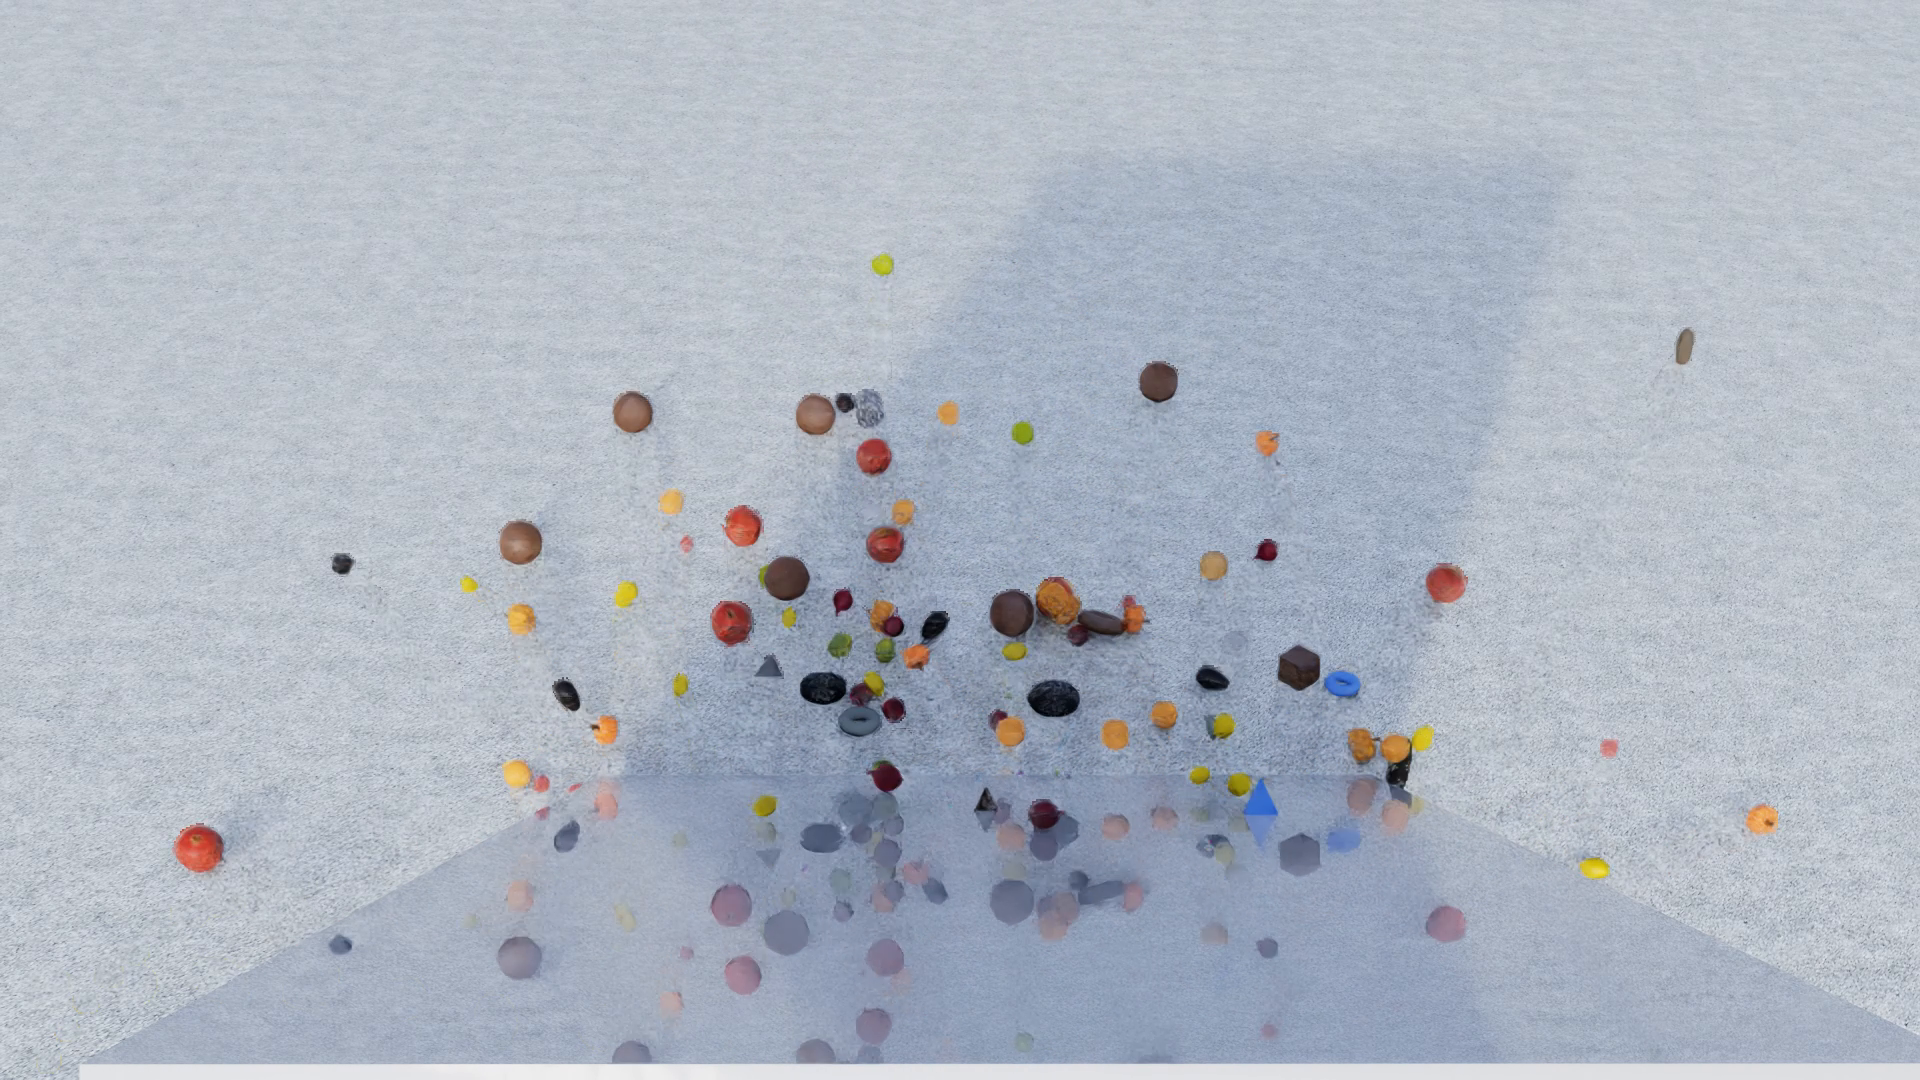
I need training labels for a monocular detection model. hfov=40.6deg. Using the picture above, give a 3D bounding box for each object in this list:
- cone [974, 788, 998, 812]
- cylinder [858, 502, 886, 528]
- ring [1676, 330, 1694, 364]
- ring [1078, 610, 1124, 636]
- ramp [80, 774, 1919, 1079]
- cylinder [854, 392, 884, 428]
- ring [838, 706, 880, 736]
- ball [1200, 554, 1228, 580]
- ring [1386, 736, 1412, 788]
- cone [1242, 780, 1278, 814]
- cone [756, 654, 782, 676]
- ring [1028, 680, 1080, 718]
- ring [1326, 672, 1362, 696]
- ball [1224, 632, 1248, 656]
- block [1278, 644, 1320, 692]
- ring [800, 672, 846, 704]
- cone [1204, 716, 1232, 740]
[{"bbox_3d":[0.057,0.569,5.717,0.053,0.053,0.053,0,-1,0],"label":"cone"},{"bbox_3d":[-0.265,-0.074,7.881,0.066,0.066,0.066,-17,32,8],"label":"cylinder"},{"bbox_3d":[2.450,-0.653,8.765,0.040,0.121,0.121,10,33,5],"label":"ring"},{"bbox_3d":[0.403,0.236,7.400,0.137,0.046,0.137,15,9,-2],"label":"ring"},{"bbox_3d":[0.072,0.631,4.730,2.000,0.100,4.000,0,-1,0],"label":"ramp"},{"bbox_3d":[-0.295,-0.421,8.386,0.087,0.087,0.087,-5,38,-7],"label":"cylinder"},{"bbox_3d":[-0.274,0.491,7.040,0.114,0.038,0.114,1,31,0],"label":"ring"},{"bbox_3d":[0.749,0.079,7.651,0.081,0.081,0.081,0,32,0],"label":"ball"},{"bbox_3d":[1.151,0.587,6.791,0.049,0.147,0.147,11,33,5],"label":"ring"},{"bbox_3d":[0.653,0.556,5.638,0.077,0.077,0.077,0,-1,0],"label":"cone"},{"bbox_3d":[-0.540,0.362,7.177,0.067,0.067,0.067,-26,39,-14],"label":"cone"},{"bbox_3d":[0.259,0.436,7.119,0.143,0.048,0.143,0,31,0],"label":"ring"},{"bbox_3d":[1.064,0.400,7.190,0.097,0.032,0.097,0,34,0],"label":"ring"},{"bbox_3d":[0.780,0.295,7.322,0.067,0.067,0.067,0,32,0],"label":"ball"},{"bbox_3d":[0.944,0.356,7.213,0.080,0.080,0.080,-27,41,-36],"label":"block"},{"bbox_3d":[-0.379,0.409,7.164,0.131,0.044,0.131,1,29,-1],"label":"ring"},{"bbox_3d":[0.700,0.495,6.951,0.067,0.067,0.067,-18,29,16],"label":"cone"}]
